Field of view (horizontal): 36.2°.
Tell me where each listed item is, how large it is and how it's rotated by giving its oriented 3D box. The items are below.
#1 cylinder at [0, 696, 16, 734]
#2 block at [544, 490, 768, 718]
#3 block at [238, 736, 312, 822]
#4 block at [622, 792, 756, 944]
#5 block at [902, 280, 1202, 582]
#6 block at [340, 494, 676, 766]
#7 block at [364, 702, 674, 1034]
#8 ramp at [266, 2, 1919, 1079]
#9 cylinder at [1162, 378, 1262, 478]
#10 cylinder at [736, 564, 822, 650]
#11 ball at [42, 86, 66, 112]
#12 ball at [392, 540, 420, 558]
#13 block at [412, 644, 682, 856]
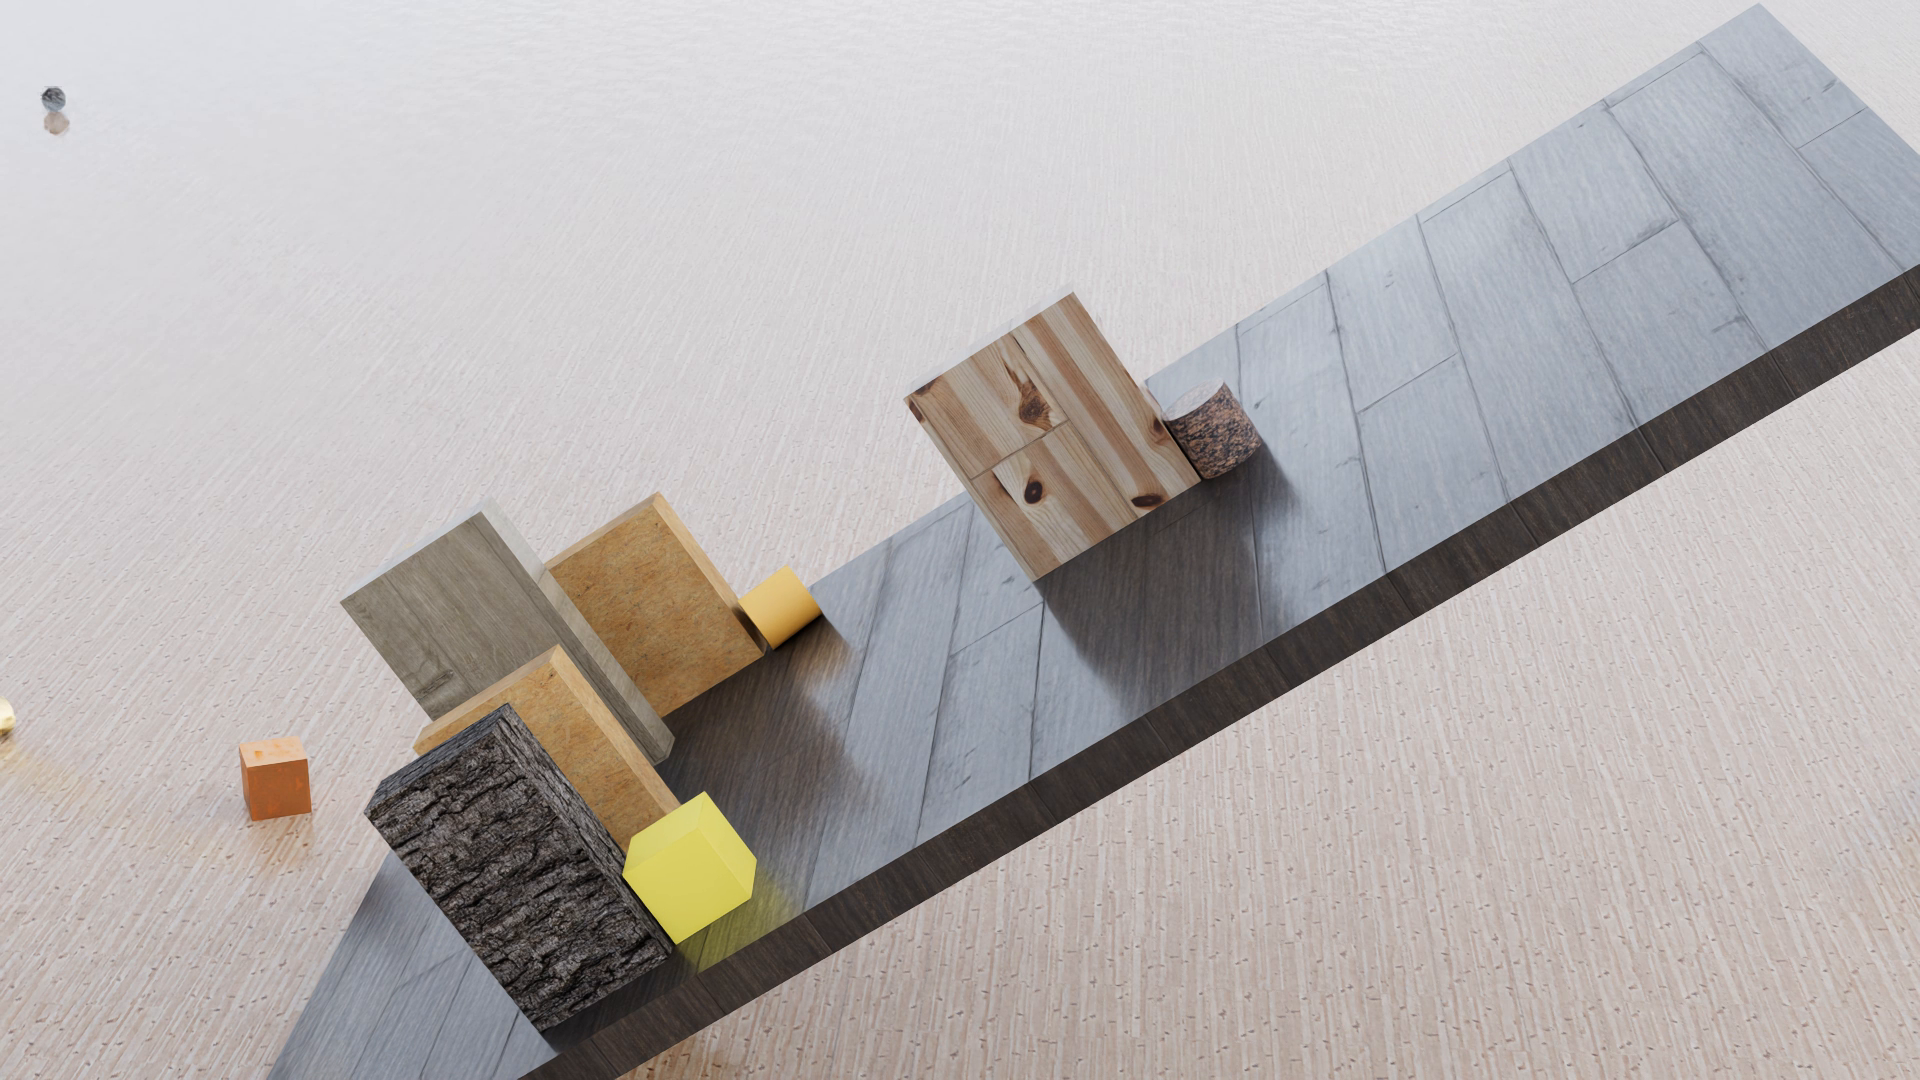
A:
[{"bbox_3d":[-2.812,0.519,8.506,0.110,0.110,0.110,16,26,36],"label":"cylinder"},{"bbox_3d":[-0.747,0.170,7.125,0.360,0.461,0.098,-31,16,14],"label":"block"},{"bbox_3d":[-1.880,0.654,8.076,0.162,0.162,0.162,-8,22,-19],"label":"block"},{"bbox_3d":[-0.529,0.642,5.770,0.179,0.179,0.179,-33,15,10],"label":"block"},{"bbox_3d":[0.197,-0.228,6.241,0.430,0.493,0.095,-31,16,14],"label":"block"},{"bbox_3d":[-1.050,0.306,6.854,0.414,0.727,0.108,-31,16,14],"label":"block"},{"bbox_3d":[-0.846,0.640,5.709,0.314,0.568,0.142,-31,16,14],"label":"block"},{"bbox_3d":[0.138,0.172,6.299,4.000,0.100,2.000,-31,16,14],"label":"ramp"},{"bbox_3d":[0.532,-0.236,6.203,0.153,0.153,0.153,-33,15,10],"label":"cylinder"},{"bbox_3d":[-0.433,0.161,7.080,0.148,0.148,0.148,-37,28,-5],"label":"cylinder"},{"bbox_3d":[-5.029,-2.447,16.322,0.136,0.136,0.136,0,21,0],"label":"ball"},{"bbox_3d":[-1.742,0.101,9.487,0.199,0.199,0.199,0,21,0],"label":"ball"},{"bbox_3d":[-0.844,0.523,6.173,0.359,0.508,0.097,-31,16,14],"label":"block"}]
